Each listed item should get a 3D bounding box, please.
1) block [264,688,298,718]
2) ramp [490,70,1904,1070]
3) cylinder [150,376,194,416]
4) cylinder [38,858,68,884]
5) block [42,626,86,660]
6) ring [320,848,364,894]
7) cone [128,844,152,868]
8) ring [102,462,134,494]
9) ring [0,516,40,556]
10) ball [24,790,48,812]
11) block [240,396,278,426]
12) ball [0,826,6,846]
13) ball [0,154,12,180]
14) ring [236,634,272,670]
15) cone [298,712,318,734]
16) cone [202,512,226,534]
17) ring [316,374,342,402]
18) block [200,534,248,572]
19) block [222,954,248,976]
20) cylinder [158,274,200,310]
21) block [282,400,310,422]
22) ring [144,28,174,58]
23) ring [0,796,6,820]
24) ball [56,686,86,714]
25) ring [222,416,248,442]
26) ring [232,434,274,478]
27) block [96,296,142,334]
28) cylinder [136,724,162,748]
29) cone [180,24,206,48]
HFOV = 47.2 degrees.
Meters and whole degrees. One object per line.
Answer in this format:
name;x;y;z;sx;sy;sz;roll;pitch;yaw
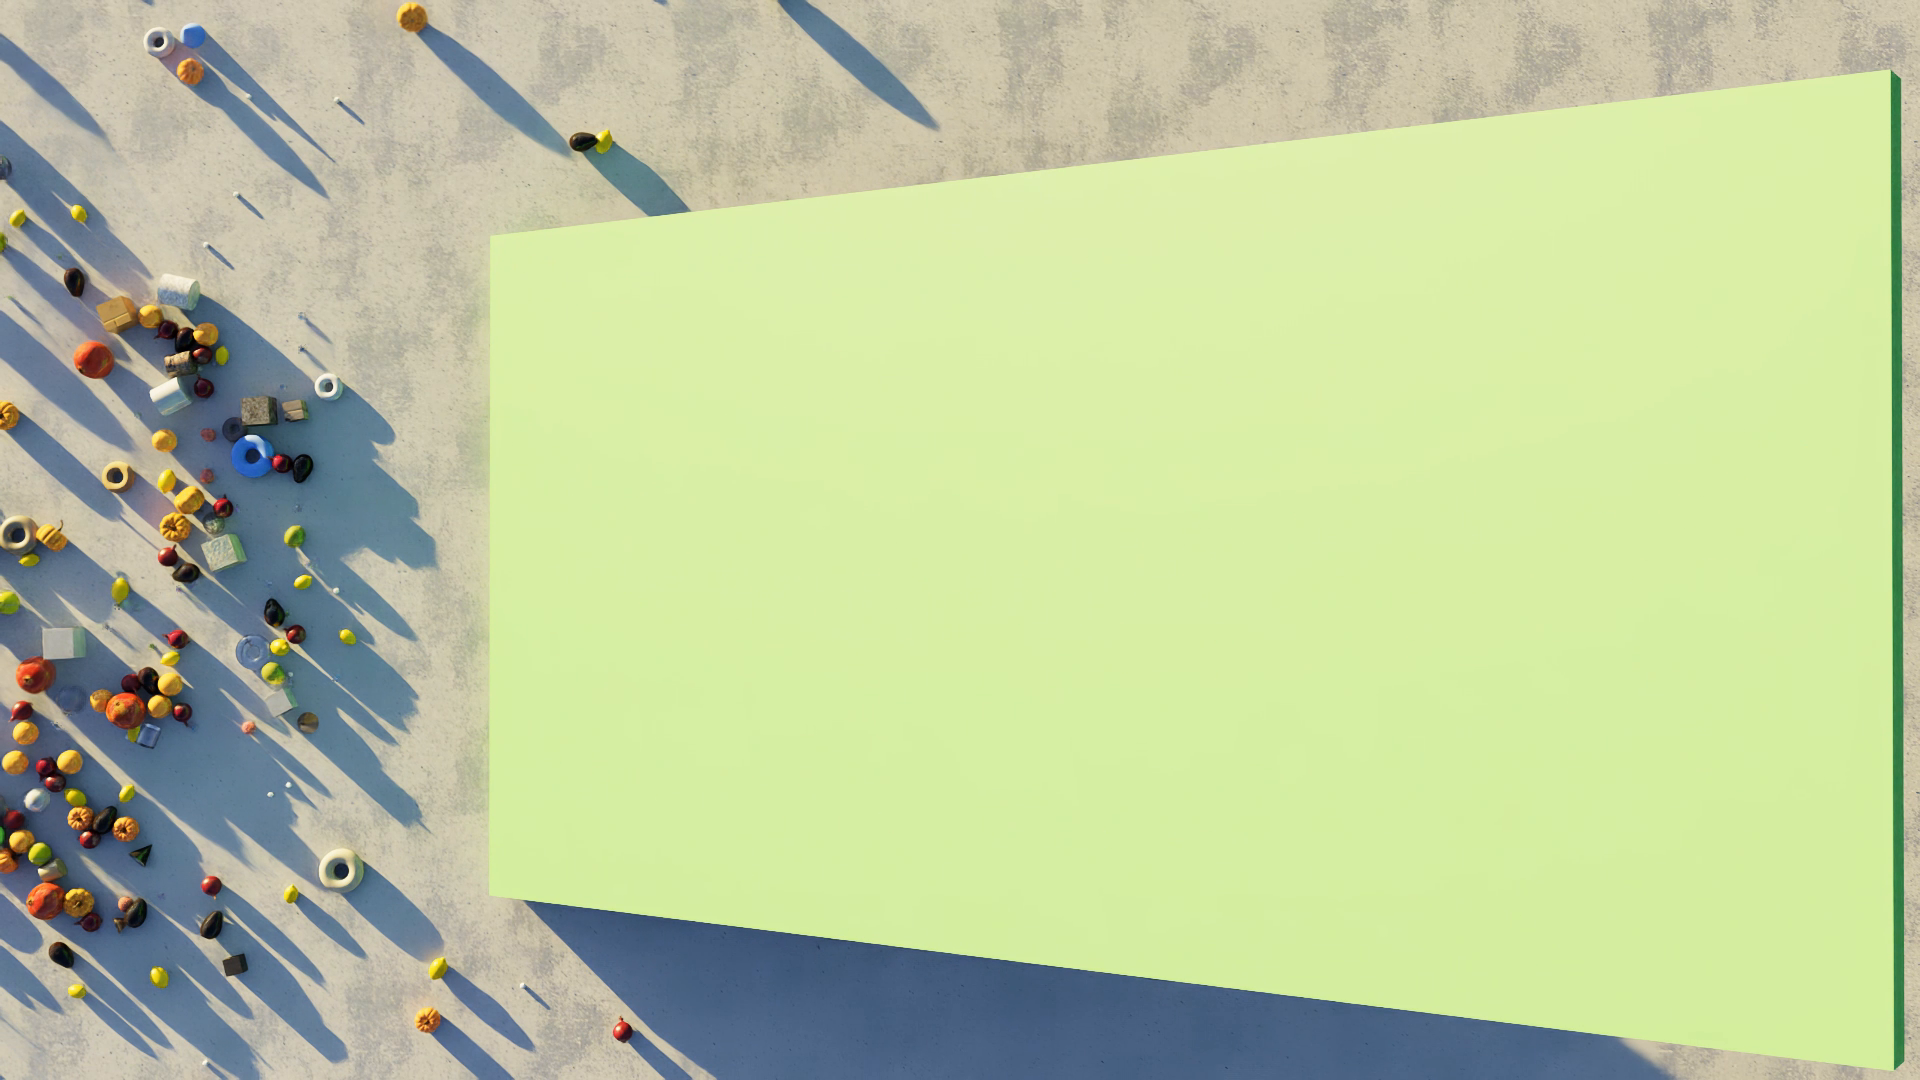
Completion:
block;-2.073;0.496;6.717;0.065;0.065;0.065;-28;90;0
ramp;0.246;0.068;5.573;4.000;0.100;2.000;0;89;35
cylinder;-2.406;-0.438;6.712;0.090;0.090;0.090;-28;90;0
cylinder;-2.770;1.010;6.716;0.059;0.059;0.059;-27;90;0
block;-2.731;0.314;6.705;0.092;0.092;0.092;-2;90;0
ring;-1.891;1.012;6.723;0.136;0.045;0.136;0;89;-1
cone;-2.496;0.955;6.731;0.066;0.066;0.066;39;63;0
ring;-2.580;-0.192;6.739;0.098;0.033;0.098;0;91;0
ring;-2.880;-0.014;6.733;0.123;0.041;0.123;0;88;-1
ball;-2.819;0.796;6.713;0.067;0.067;0.067;0;90;0
block;-2.139;-0.392;6.715;0.082;0.082;0.082;-4;90;0
ball;-2.951;0.903;6.708;0.077;0.077;0.077;0;90;0
ball;-2.944;-1.139;6.722;0.081;0.081;0.081;0;90;0
ring;-2.163;0.343;6.733;0.111;0.037;0.111;0;91;1
cone;-2.001;0.561;6.716;0.067;0.067;0.067;0;90;0
cone;-2.292;-0.051;6.719;0.071;0.071;0.071;0;90;0
ring;-1.935;-0.468;6.743;0.086;0.029;0.086;0;90;1
block;-2.245;0.039;6.709;0.088;0.088;0.088;-21;90;0
block;-2.214;1.299;6.717;0.052;0.052;0.052;-14;90;0
cylinder;-2.385;-0.757;6.713;0.094;0.094;0.094;12;90;0
block;-2.033;-0.395;6.728;0.057;0.057;0.057;-11;90;0
ring;-2.458;-1.527;6.750;0.094;0.031;0.094;0;88;-1
ring;-2.977;0.819;6.729;0.112;0.037;0.112;0;89;-1
ball;-2.712;0.487;6.708;0.083;0.083;0.083;0;90;0
ring;-2.223;-0.338;6.743;0.078;0.026;0.078;0;89;-1
ring;-2.165;-0.257;6.733;0.134;0.045;0.134;0;89;1
block;-2.570;-0.687;6.718;0.082;0.082;0.082;-24;90;0
cylinder;-2.479;0.599;6.718;0.060;0.060;0.060;22;90;0
cone;-2.360;-1.552;6.727;0.077;0.077;0.077;0;90;0
